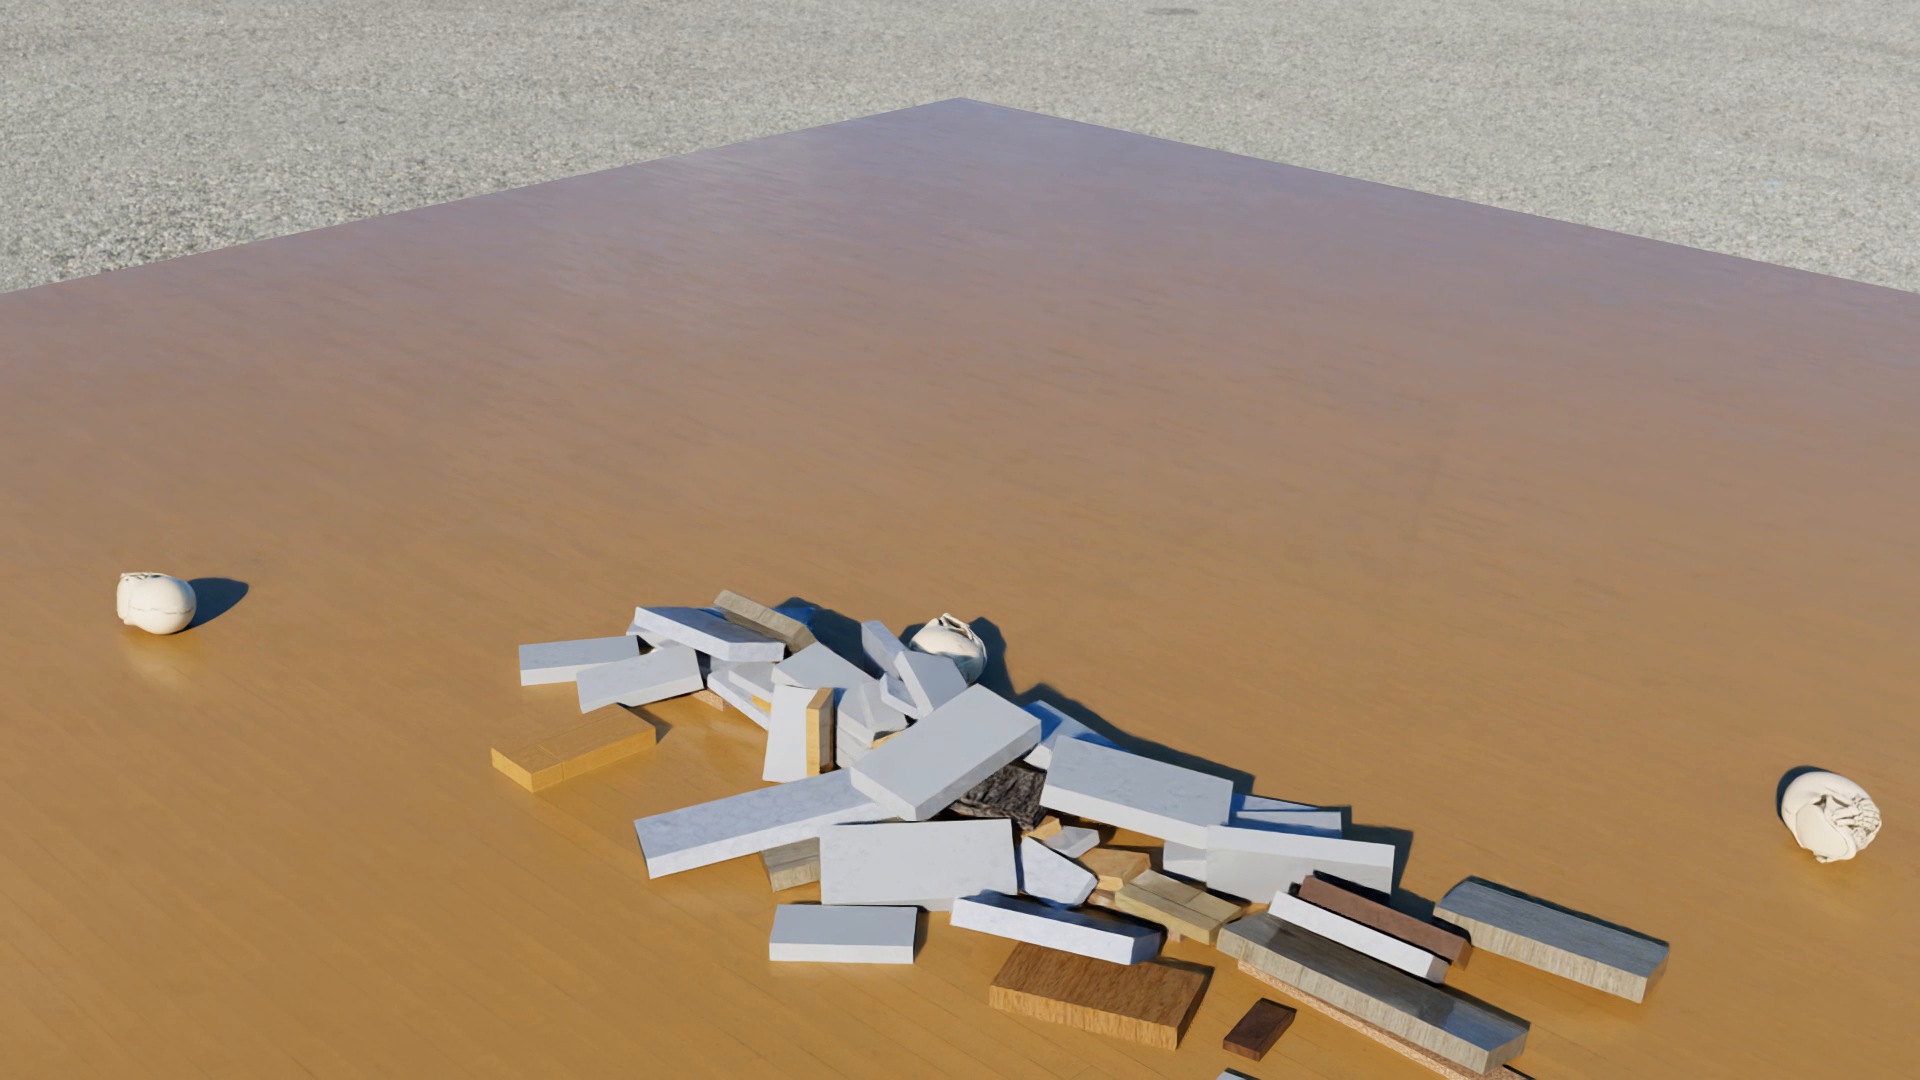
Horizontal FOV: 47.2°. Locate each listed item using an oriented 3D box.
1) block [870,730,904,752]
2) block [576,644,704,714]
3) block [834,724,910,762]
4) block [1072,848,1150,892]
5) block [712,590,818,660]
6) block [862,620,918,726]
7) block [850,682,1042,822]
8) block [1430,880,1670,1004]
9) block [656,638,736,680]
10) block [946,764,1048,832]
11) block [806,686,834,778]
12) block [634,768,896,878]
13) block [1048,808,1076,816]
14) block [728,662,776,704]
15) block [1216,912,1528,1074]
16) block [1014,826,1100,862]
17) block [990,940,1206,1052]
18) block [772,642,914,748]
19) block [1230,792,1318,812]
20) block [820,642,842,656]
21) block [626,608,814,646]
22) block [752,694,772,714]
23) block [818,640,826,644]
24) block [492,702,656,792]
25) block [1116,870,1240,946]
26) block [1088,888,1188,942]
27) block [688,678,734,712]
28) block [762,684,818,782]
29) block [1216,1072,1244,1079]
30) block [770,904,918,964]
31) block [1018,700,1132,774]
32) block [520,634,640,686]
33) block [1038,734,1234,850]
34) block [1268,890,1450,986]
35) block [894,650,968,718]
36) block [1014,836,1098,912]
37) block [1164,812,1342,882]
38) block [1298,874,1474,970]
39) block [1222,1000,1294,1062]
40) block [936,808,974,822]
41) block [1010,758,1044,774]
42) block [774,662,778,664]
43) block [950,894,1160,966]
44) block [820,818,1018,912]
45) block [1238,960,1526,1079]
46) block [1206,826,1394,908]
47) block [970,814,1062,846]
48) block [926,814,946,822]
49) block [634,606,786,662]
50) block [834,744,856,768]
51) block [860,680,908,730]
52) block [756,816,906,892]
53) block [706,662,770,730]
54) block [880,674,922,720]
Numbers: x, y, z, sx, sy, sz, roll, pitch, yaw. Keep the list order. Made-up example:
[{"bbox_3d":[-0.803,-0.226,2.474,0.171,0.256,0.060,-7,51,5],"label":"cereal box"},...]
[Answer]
[{"bbox_3d":[-0.118,0.464,4.464,0.081,0.023,0.162,-19,50,-8],"label":"block"},{"bbox_3d":[-0.713,0.312,4.893,0.270,0.038,0.135,-14,32,-6],"label":"block"},{"bbox_3d":[-0.124,0.451,4.553,0.140,0.040,0.281,-21,46,-41],"label":"block"},{"bbox_3d":[0.247,0.624,4.195,0.208,0.029,0.104,1,20,35],"label":"block"},{"bbox_3d":[-0.419,0.209,4.947,0.293,0.147,0.042,20,64,45],"label":"block"},{"bbox_3d":[-0.153,0.291,4.845,0.042,0.147,0.293,-8,18,-17],"label":"block"},{"bbox_3d":[-0.025,0.421,4.347,0.179,0.051,0.357,28,44,35],"label":"block"},{"bbox_3d":[1.058,0.718,3.948,0.385,0.048,0.169,16,16,28],"label":"block"},{"bbox_3d":[-0.582,0.266,5.014,0.219,0.031,0.109,21,31,40],"label":"block"},{"bbox_3d":[0.050,0.489,4.325,0.259,0.037,0.130,13,35,22],"label":"block"},{"bbox_3d":[-0.288,0.414,4.530,0.028,0.198,0.099,6,24,13],"label":"block"},{"bbox_3d":[-0.366,0.541,4.306,0.523,0.044,0.154,-13,25,-13],"label":"block"},{"bbox_3d":[0.149,0.505,4.414,0.263,0.018,0.064,12,45,-6],"label":"block"},{"bbox_3d":[-0.407,0.315,4.801,0.188,0.027,0.094,24,33,38],"label":"block"},{"bbox_3d":[0.708,0.778,3.816,0.535,0.042,0.149,20,16,37],"label":"block"},{"bbox_3d":[0.172,0.586,4.277,0.185,0.026,0.092,0,20,46],"label":"block"},{"bbox_3d":[0.240,0.789,3.841,0.338,0.048,0.169,9,25,20],"label":"block"},{"bbox_3d":[-0.245,0.323,4.628,0.281,0.040,0.140,31,37,25],"label":"block"},{"bbox_3d":[0.599,0.557,4.410,0.213,0.030,0.107,8,24,19],"label":"block"},{"bbox_3d":[-0.322,0.280,5.043,0.068,0.019,0.135,26,26,1],"label":"block"},{"bbox_3d":[-0.564,0.206,5.199,0.424,0.038,0.135,0,23,6],"label":"block"},{"bbox_3d":[-0.353,0.369,4.783,0.188,0.027,0.094,30,36,31],"label":"block"},{"bbox_3d":[-0.359,0.267,5.108,0.068,0.019,0.135,5,23,11],"label":"block"},{"bbox_3d":[-0.819,0.438,4.672,0.309,0.044,0.154,-19,30,-38],"label":"block"},{"bbox_3d":[0.401,0.676,4.055,0.208,0.029,0.104,18,29,36],"label":"block"},{"bbox_3d":[0.354,0.682,4.115,0.208,0.029,0.104,17,29,35],"label":"block"},{"bbox_3d":[-0.564,0.320,4.968,0.219,0.031,0.109,21,31,40],"label":"block"},{"bbox_3d":[-0.346,0.405,4.563,0.099,0.198,0.028,6,-3,15],"label":"block"},{"bbox_3d":[0.474,0.914,3.583,0.136,0.019,0.068,14,27,30],"label":"block"},{"bbox_3d":[-0.211,0.719,4.018,0.259,0.037,0.130,1,23,2],"label":"block"},{"bbox_3d":[0.255,0.450,4.484,0.357,0.051,0.179,29,23,25],"label":"block"},{"bbox_3d":[-0.875,0.276,5.062,0.270,0.038,0.135,-5,23,-11],"label":"block"},{"bbox_3d":[0.345,0.492,4.279,0.357,0.051,0.179,15,30,4],"label":"block"},{"bbox_3d":[0.708,0.707,3.902,0.298,0.042,0.149,20,-7,27],"label":"block"},{"bbox_3d":[-0.032,0.332,4.585,0.130,0.037,0.259,11,30,-33],"label":"block"},{"bbox_3d":[0.166,0.639,4.157,0.184,0.026,0.092,25,71,45],"label":"block"},{"bbox_3d":[0.567,0.593,4.256,0.338,0.048,0.169,0,27,8],"label":"block"},{"bbox_3d":[0.762,0.685,3.935,0.298,0.042,0.149,20,-9,23],"label":"block"},{"bbox_3d":[0.511,0.839,3.760,0.068,0.019,0.136,14,27,30],"label":"block"},{"bbox_3d":[0.017,0.536,4.414,0.128,0.064,0.018,-6,28,-13],"label":"block"},{"bbox_3d":[0.156,0.473,4.508,0.213,0.030,0.107,9,35,-16],"label":"block"},{"bbox_3d":[-0.418,0.296,5.009,0.068,0.019,0.135,-24,25,-1],"label":"block"},{"bbox_3d":[0.173,0.696,3.945,0.338,0.048,0.169,9,-2,22],"label":"block"},{"bbox_3d":[-0.080,0.618,4.153,0.365,0.048,0.169,-2,49,-4],"label":"block"},{"bbox_3d":[0.923,0.911,3.588,0.068,0.019,1.146,-21,31,-40],"label":"block"},{"bbox_3d":[0.630,0.617,4.086,0.338,0.169,0.048,5,49,11],"label":"block"},{"bbox_3d":[0.107,0.561,4.329,0.092,0.026,0.184,-22,16,-29],"label":"block"},{"bbox_3d":[-0.107,0.584,4.355,0.162,0.023,0.081,-19,29,-38],"label":"block"},{"bbox_3d":[-0.570,0.210,4.970,0.147,0.042,0.399,2,9,-39],"label":"block"},{"bbox_3d":[-0.253,0.389,4.667,0.140,0.040,0.281,-20,51,-40],"label":"block"},{"bbox_3d":[-0.160,0.344,4.573,0.069,0.020,0.139,1,35,-18],"label":"block"},{"bbox_3d":[-0.233,0.588,4.275,0.309,0.044,0.154,-13,25,-13],"label":"block"},{"bbox_3d":[-0.445,0.344,4.856,0.219,0.031,0.109,32,37,33],"label":"block"},{"bbox_3d":[-0.092,0.343,4.585,0.162,0.023,0.081,30,22,-20],"label":"block"}]
